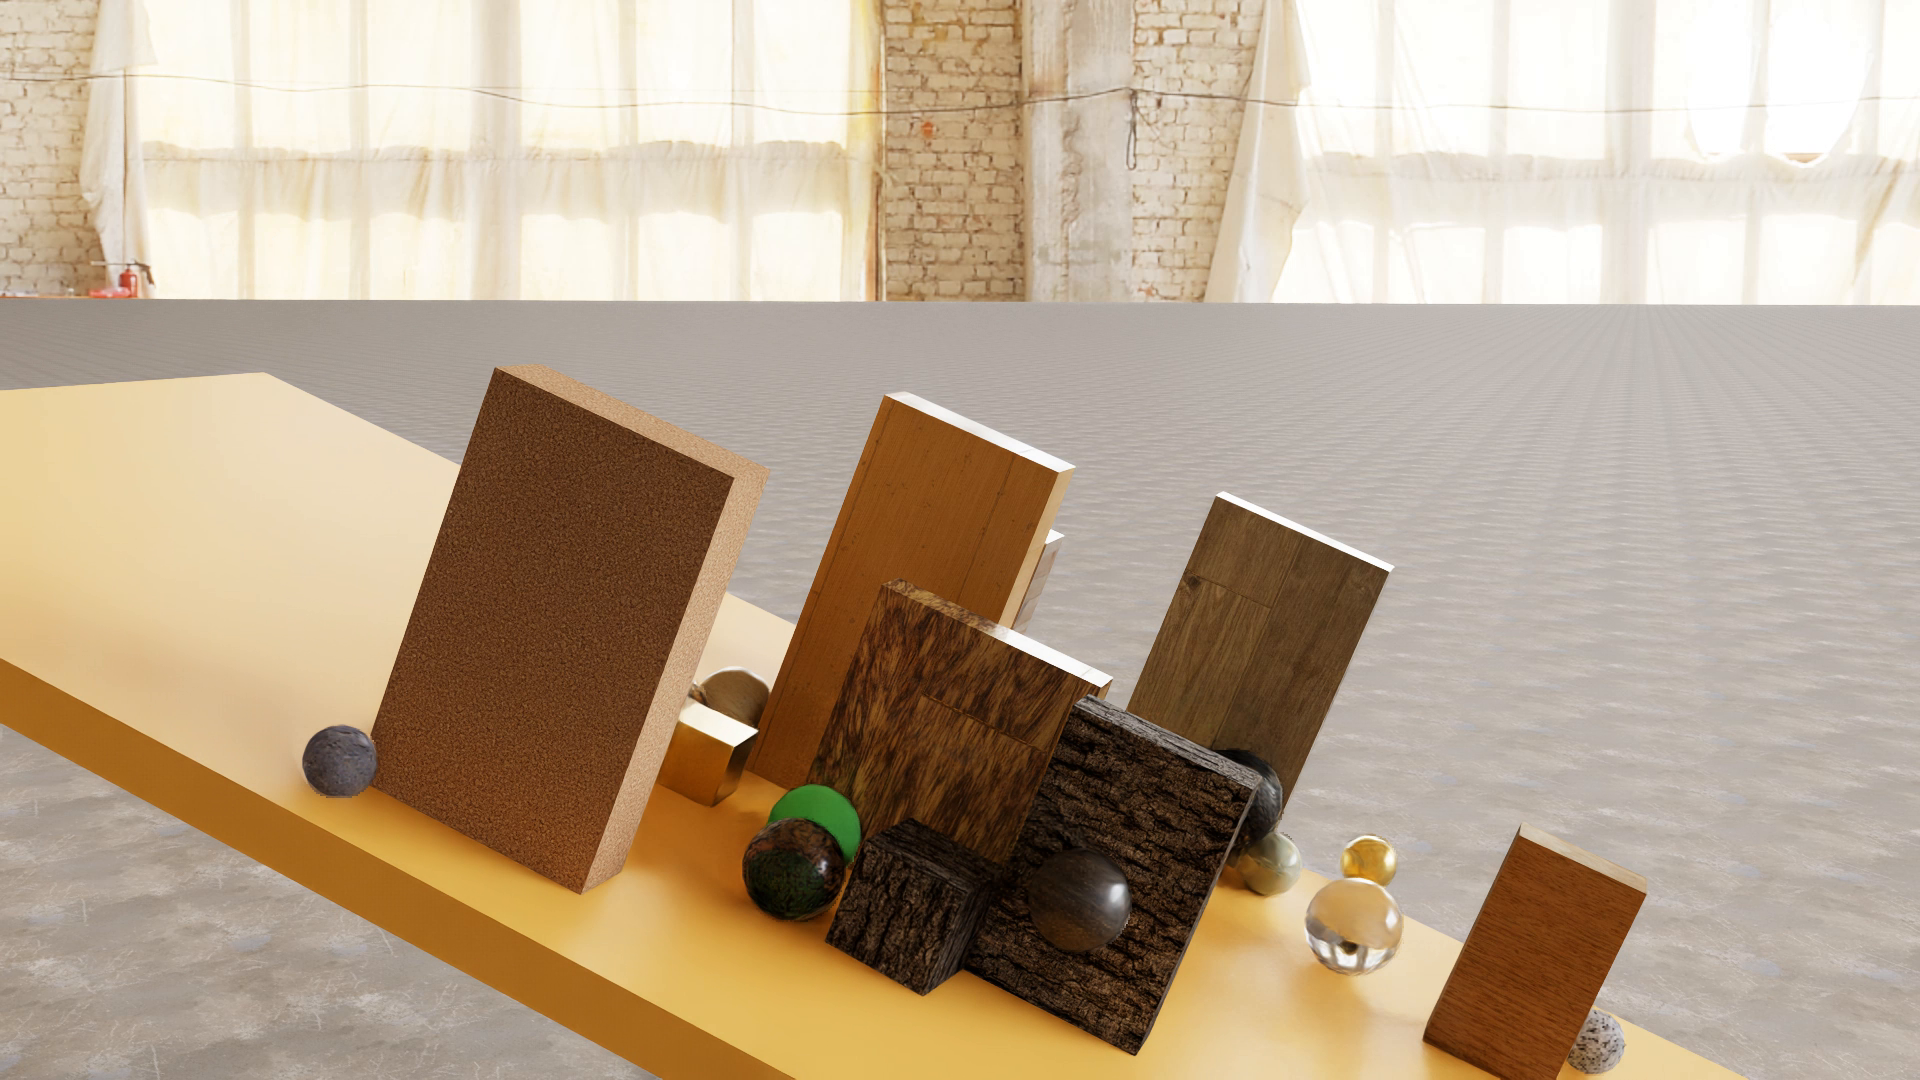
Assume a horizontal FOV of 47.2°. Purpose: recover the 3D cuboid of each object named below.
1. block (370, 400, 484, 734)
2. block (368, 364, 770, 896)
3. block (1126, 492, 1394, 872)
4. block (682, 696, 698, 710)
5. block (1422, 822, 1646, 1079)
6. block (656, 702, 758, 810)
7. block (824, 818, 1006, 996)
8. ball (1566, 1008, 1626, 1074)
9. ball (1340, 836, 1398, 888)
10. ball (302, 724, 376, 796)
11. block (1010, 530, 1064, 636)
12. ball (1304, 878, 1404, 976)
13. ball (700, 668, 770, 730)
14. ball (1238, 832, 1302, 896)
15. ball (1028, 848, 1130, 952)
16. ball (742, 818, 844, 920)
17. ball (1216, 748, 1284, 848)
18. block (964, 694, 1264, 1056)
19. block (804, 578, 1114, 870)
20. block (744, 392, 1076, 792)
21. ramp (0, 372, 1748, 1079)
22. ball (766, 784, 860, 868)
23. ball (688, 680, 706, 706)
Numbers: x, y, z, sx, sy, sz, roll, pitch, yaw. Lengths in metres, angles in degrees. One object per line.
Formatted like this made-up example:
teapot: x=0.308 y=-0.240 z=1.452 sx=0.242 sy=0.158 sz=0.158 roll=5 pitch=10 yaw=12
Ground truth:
block: x=-0.728 y=0.106 z=3.651 sx=0.300 sy=0.630 sz=0.137 roll=25 pitch=13 yaw=13
block: x=-0.634 y=0.137 z=3.483 sx=0.428 sy=0.716 sz=0.145 roll=25 pitch=13 yaw=13
block: x=0.600 y=0.312 z=4.740 sx=0.396 sy=0.731 sz=0.086 roll=25 pitch=13 yaw=13
block: x=-0.582 y=0.342 z=4.059 sx=0.127 sy=0.127 sz=0.127 roll=24 pitch=13 yaw=10
block: x=1.090 y=0.798 z=4.179 sx=0.250 sy=0.448 sz=0.113 roll=25 pitch=13 yaw=13
block: x=-0.469 y=0.394 z=4.028 sx=0.128 sy=0.128 sz=0.128 roll=24 pitch=13 yaw=10
block: x=-0.072 y=0.607 z=3.657 sx=0.190 sy=0.190 sz=0.190 roll=26 pitch=13 yaw=18
ball: x=1.254 y=0.995 z=4.364 sx=0.127 sy=0.127 sz=0.127 roll=0 pitch=7 yaw=0
ball: x=0.921 y=0.731 z=4.958 sx=0.127 sy=0.127 sz=0.127 roll=0 pitch=7 yaw=0
ball: x=-0.971 y=0.346 z=3.444 sx=0.112 sy=0.112 sz=0.112 roll=0 pitch=7 yaw=0
block: x=-0.058 y=0.160 z=4.767 sx=0.378 sy=0.523 sz=0.147 roll=25 pitch=13 yaw=13
ball: x=0.783 y=0.769 z=4.372 sx=0.195 sy=0.195 sz=0.195 roll=0 pitch=7 yaw=0
ball: x=-0.441 y=0.327 z=4.283 sx=0.158 sy=0.158 sz=0.158 roll=0 pitch=7 yaw=0
ball: x=0.656 y=0.685 z=4.650 sx=0.133 sy=0.133 sz=0.133 roll=0 pitch=7 yaw=0
ball: x=0.193 y=0.580 z=3.547 sx=0.164 sy=0.164 sz=0.164 roll=0 pitch=7 yaw=0
ball: x=-0.275 y=0.544 z=3.634 sx=0.169 sy=0.169 sz=0.169 roll=0 pitch=7 yaw=0
ball: x=0.574 y=0.542 z=4.614 sx=0.207 sy=0.207 sz=0.207 roll=0 pitch=7 yaw=0
block: x=0.254 y=0.558 z=3.681 sx=0.322 sy=0.502 sz=0.107 roll=25 pitch=13 yaw=13
block: x=-0.024 y=0.389 z=3.920 sx=0.429 sy=0.504 sz=0.094 roll=25 pitch=13 yaw=13
block: x=-0.101 y=0.151 z=4.154 sx=0.359 sy=0.778 sz=0.124 roll=25 pitch=13 yaw=13
ramp: x=-0.307 y=0.544 z=4.195 sx=4.000 sy=0.100 sz=2.000 roll=25 pitch=13 yaw=13
ball: x=-0.255 y=0.508 z=3.827 sx=0.164 sy=0.164 sz=0.164 roll=0 pitch=7 yaw=0
ball: x=-0.552 y=0.318 z=4.186 sx=0.138 sy=0.138 sz=0.138 roll=0 pitch=7 yaw=0
